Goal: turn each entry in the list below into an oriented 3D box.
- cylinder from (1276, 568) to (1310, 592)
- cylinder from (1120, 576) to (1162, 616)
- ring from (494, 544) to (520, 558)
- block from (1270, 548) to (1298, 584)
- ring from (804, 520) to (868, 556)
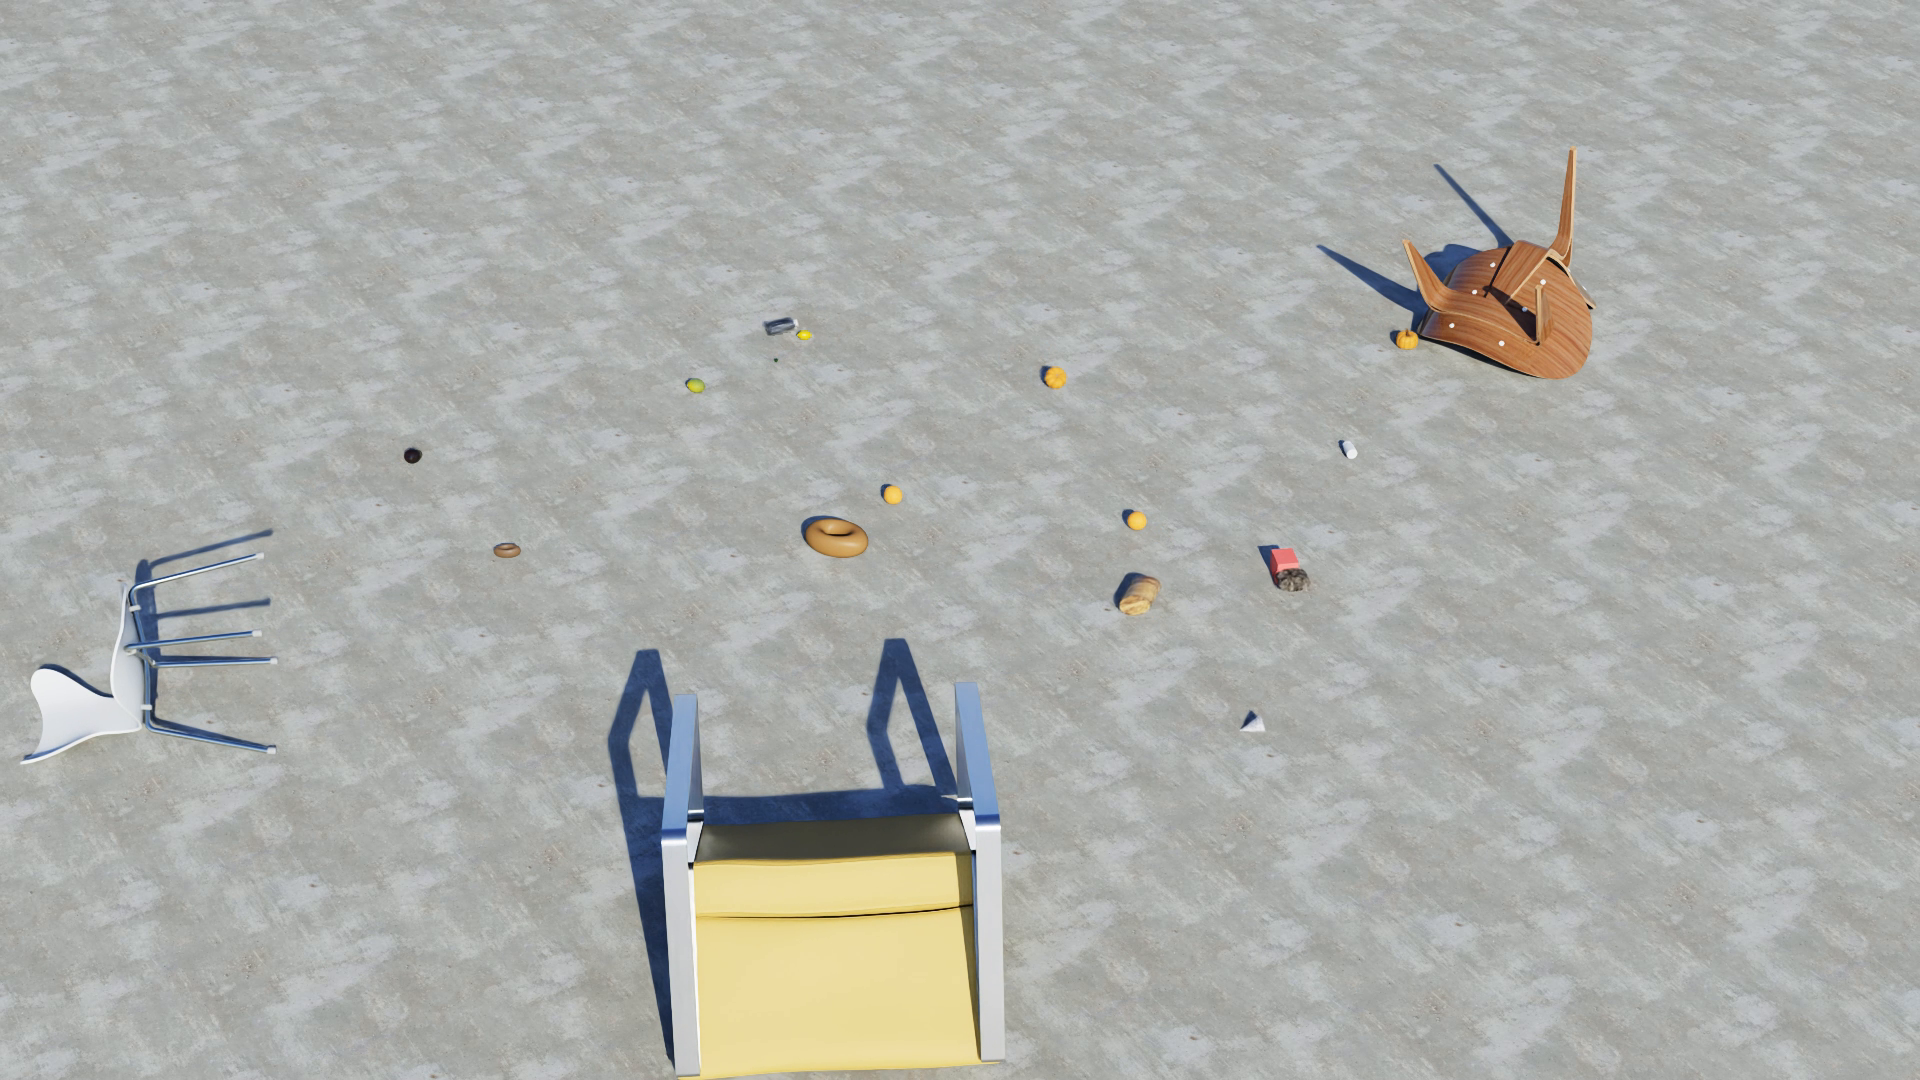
[{"bbox_3d":[1.212,0.145,10.668,0.116,0.062,0.061,-3,33,-8],"label":"cylinder"},{"bbox_3d":[0.649,0.201,10.559,0.120,0.081,0.137,-10,26,29],"label":"cylinder"},{"bbox_3d":[-1.675,0.041,10.851,0.101,0.036,0.053,-2,35,-2],"label":"ring"},{"bbox_3d":[1.187,0.094,10.727,0.078,0.083,0.099,-5,34,-7],"label":"block"},{"bbox_3d":[-0.458,-0.008,10.878,0.249,0.088,0.161,12,37,19],"label":"ring"}]
